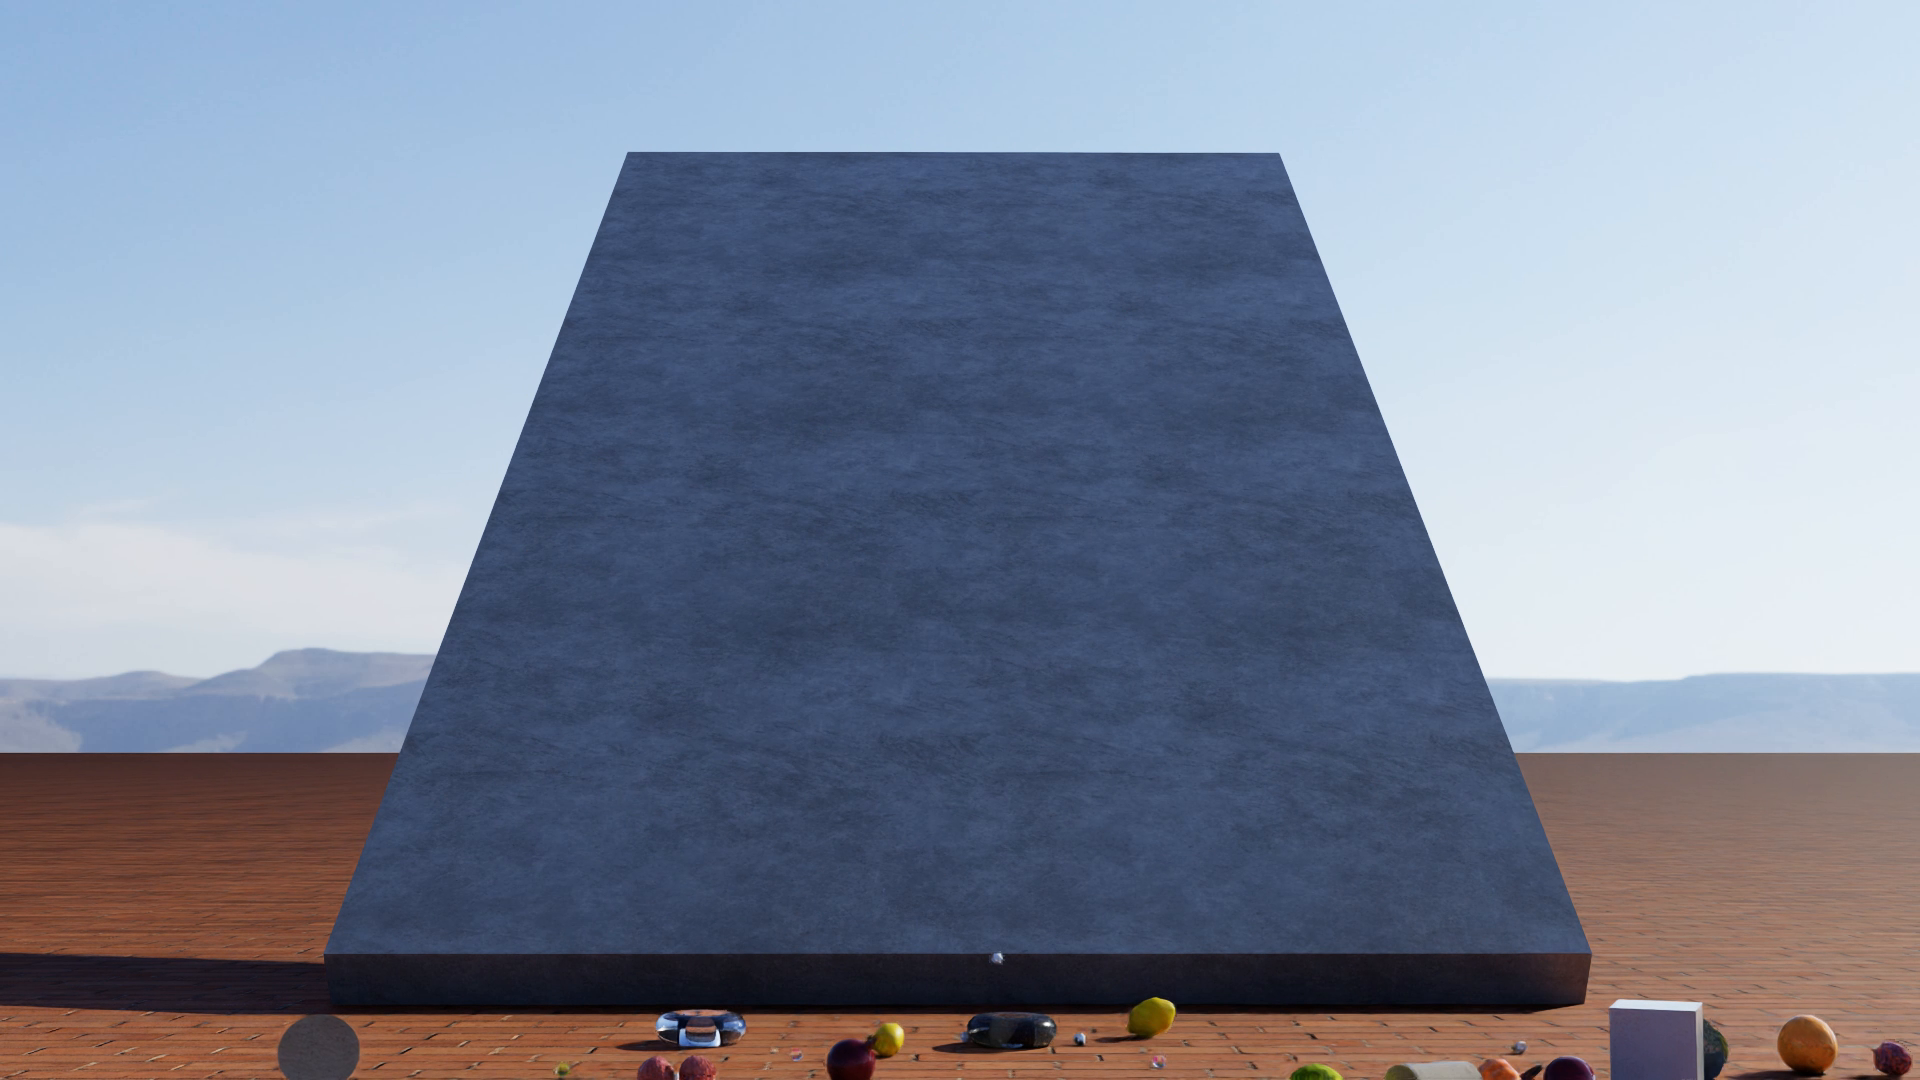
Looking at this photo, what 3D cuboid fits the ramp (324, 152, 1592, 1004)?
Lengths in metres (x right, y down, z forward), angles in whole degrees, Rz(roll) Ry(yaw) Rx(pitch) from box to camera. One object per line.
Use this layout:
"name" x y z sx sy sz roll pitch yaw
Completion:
"ramp" -0.011 -0.225 5.546 2.000 0.100 4.000 0 27 0

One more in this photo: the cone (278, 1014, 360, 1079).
"cone" -0.783 0.642 2.902 0.096 0.096 0.096 1 -32 -14

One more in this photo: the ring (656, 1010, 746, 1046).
"ring" -0.360 0.678 3.303 0.126 0.042 0.126 1 -6 0

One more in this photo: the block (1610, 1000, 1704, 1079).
"block" 0.839 0.610 2.862 0.099 0.099 0.099 -2 -5 21

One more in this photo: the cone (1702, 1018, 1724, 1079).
"cone" 0.890 0.649 2.978 0.093 0.093 0.093 2 -32 -22

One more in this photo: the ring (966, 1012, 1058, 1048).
"ring" 0.072 0.676 3.279 0.125 0.042 0.125 1 -6 0

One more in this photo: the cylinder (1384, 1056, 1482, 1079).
"cylinder" 0.497 0.588 2.491 0.080 0.080 0.080 18 -13 -28

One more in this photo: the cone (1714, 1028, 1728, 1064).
"cone" 0.943 0.661 3.045 0.064 0.064 0.064 0 -32 1
